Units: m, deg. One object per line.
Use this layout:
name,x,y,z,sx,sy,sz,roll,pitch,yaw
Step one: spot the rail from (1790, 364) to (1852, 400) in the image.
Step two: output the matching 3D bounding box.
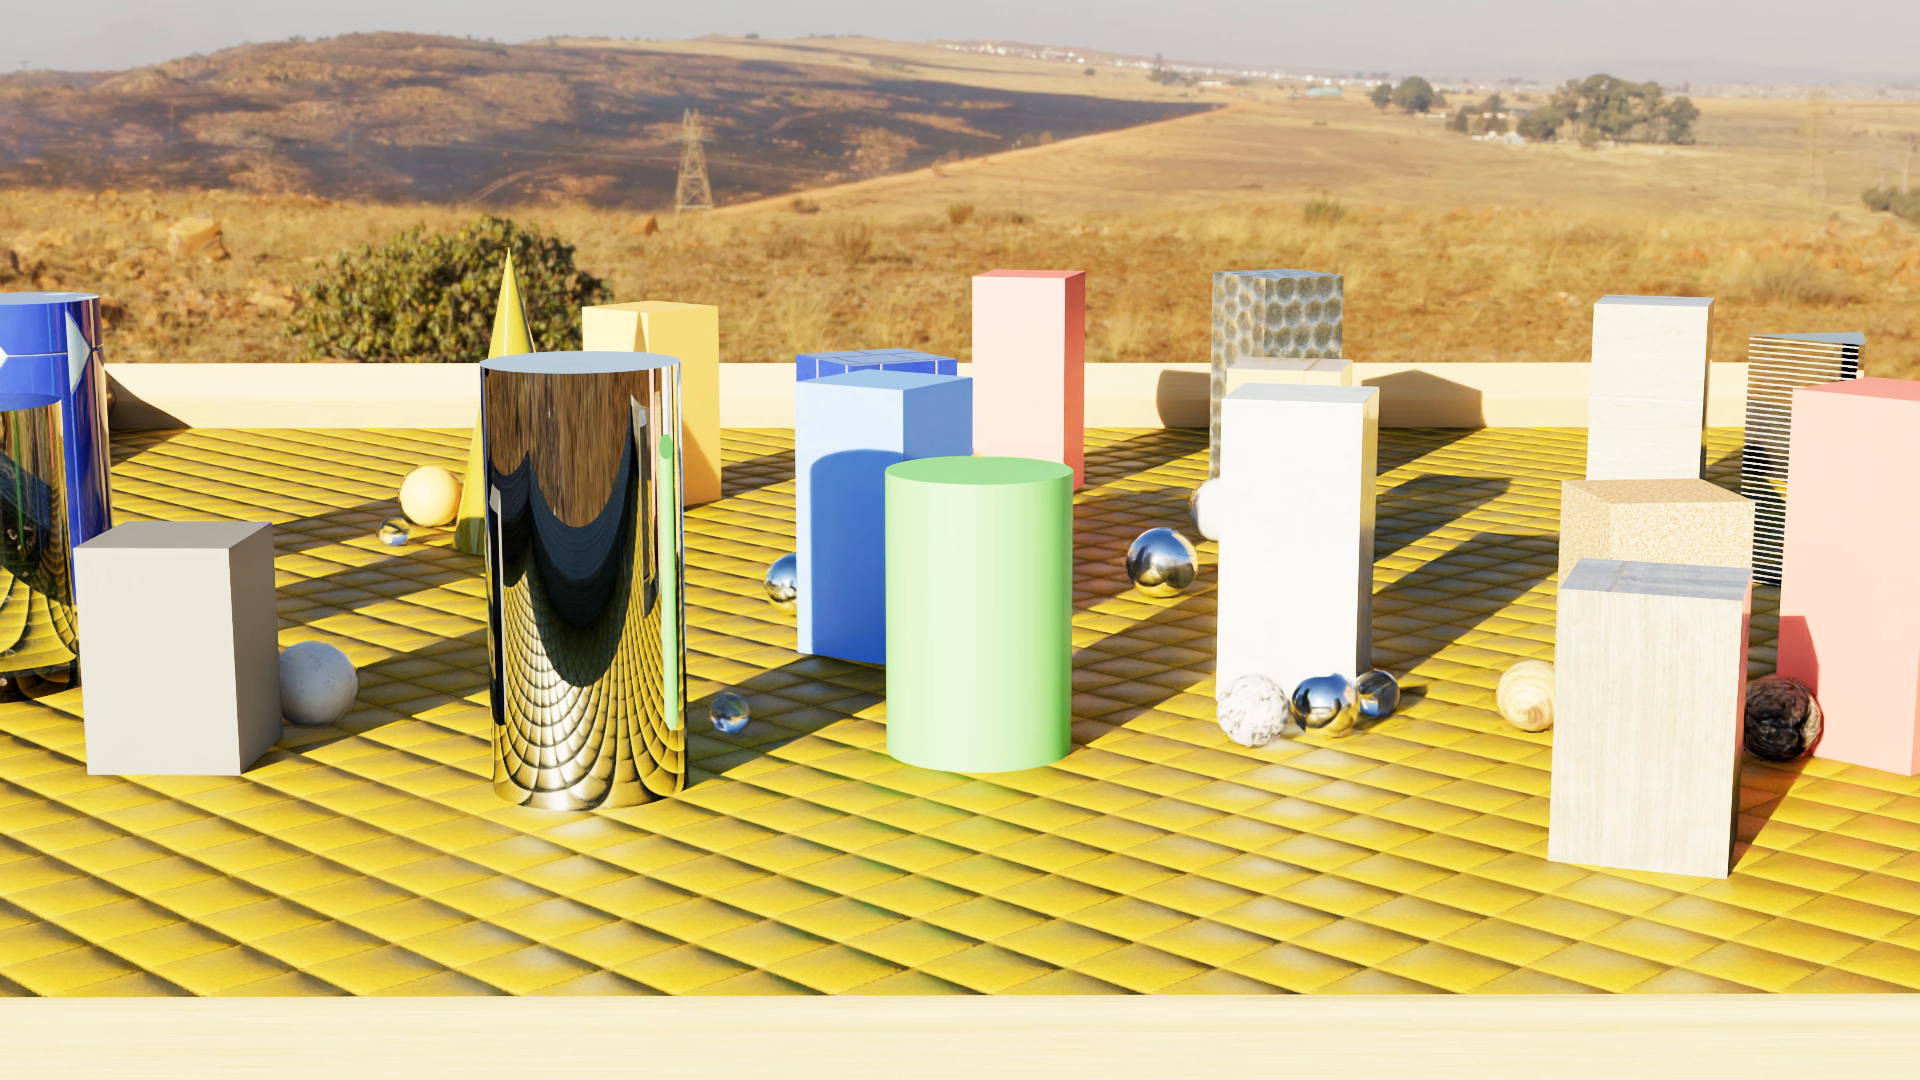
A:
rail,1.710,0.032,3.458,0.045,0.130,3.606,0,10,0

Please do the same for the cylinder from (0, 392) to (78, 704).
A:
cylinder,-1.154,0.007,3.023,0.200,0.339,0.200,0,10,0

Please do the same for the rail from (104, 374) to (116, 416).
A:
rail,-1.710,0.035,3.439,0.045,0.130,3.606,0,10,0

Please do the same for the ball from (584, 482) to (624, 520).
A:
ball,-0.578,-0.063,4.162,0.061,0.061,0.061,0,10,0

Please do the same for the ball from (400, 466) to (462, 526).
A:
ball,-0.845,-0.070,4.101,0.098,0.098,0.098,0,10,0

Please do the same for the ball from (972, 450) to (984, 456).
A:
ball,0.007,-0.105,4.290,0.098,0.098,0.098,0,10,0

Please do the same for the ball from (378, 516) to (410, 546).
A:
ball,-0.869,-0.013,3.937,0.046,0.046,0.046,0,10,0

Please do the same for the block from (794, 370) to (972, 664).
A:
block,-0.094,-0.032,3.222,0.160,0.342,0.160,7,12,32

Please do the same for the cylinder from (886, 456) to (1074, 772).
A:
cylinder,0.020,0.075,2.748,0.200,0.304,0.200,0,10,0

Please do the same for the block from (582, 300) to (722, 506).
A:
block,-0.519,-0.229,4.328,0.160,0.329,0.160,9,14,40

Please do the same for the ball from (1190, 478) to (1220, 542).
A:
ball,0.405,-0.047,3.968,0.100,0.100,0.100,0,10,0

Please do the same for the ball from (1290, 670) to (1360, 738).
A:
ball,0.400,0.180,2.811,0.076,0.076,0.076,0,10,0

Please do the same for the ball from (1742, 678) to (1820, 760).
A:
ball,0.866,0.190,2.721,0.088,0.088,0.088,0,10,0

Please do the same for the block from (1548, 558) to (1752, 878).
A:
block,0.648,0.162,2.405,0.160,0.258,0.160,4,11,20

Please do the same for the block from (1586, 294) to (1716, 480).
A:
block,1.027,-0.165,3.825,0.160,0.384,0.160,4,11,19

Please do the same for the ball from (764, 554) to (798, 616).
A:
ball,-0.220,0.060,3.437,0.084,0.084,0.084,0,10,0

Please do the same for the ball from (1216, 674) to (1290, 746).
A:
ball,0.317,0.185,2.777,0.078,0.078,0.078,0,10,0

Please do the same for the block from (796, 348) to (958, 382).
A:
block,-0.113,-0.077,3.469,0.160,0.342,0.160,-6,12,-30

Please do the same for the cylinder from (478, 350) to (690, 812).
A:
cylinder,-0.379,0.036,2.598,0.200,0.435,0.200,0,10,0

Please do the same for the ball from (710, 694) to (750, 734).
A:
ball,-0.254,0.191,2.835,0.044,0.044,0.044,0,10,0

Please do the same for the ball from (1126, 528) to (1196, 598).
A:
ball,0.279,0.032,3.553,0.097,0.097,0.097,0,10,0

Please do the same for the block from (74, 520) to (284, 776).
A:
block,-0.827,0.112,2.726,0.160,0.240,0.160,0,10,1

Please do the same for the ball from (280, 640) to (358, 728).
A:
ball,-0.721,0.160,2.858,0.097,0.097,0.097,0,10,0

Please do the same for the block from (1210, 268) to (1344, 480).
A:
block,0.543,-0.270,4.416,0.160,0.377,0.160,-5,12,-27

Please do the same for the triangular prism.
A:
triangular prism,1.227,-0.114,3.639,0.150,0.352,0.173,-9,14,-41

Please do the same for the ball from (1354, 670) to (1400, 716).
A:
ball,0.471,0.173,2.907,0.053,0.053,0.053,0,10,0

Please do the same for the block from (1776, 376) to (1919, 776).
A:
block,0.993,0.033,2.740,0.160,0.390,0.160,-9,14,-41

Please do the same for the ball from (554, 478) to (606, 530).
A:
ball,-0.604,-0.058,4.078,0.082,0.082,0.082,0,10,0

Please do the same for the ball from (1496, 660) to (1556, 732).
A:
ball,0.633,0.173,2.843,0.078,0.078,0.078,0,10,0

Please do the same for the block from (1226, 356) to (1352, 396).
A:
block,0.476,-0.103,3.715,0.160,0.304,0.160,3,11,14

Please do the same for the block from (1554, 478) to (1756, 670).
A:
block,0.769,0.075,2.857,0.160,0.264,0.160,-1,11,-6

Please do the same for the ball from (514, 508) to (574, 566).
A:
ball,-0.613,-0.005,3.781,0.086,0.086,0.086,0,10,0

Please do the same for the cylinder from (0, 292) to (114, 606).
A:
cylinder,-1.279,-0.127,3.539,0.200,0.414,0.200,0,10,0

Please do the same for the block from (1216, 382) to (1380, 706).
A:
block,0.396,0.003,3.004,0.160,0.353,0.160,3,11,15

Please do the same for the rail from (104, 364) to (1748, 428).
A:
rail,-0.010,-0.290,5.198,3.468,0.130,0.045,0,10,0

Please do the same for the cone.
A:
cone,-0.682,-0.219,3.919,0.200,0.457,0.200,0,10,0

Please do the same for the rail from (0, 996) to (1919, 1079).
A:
rail,0.010,0.357,1.699,3.468,0.130,0.045,0,10,0

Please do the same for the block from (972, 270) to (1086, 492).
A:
block,0.119,-0.271,4.426,0.160,0.375,0.160,3,11,15
